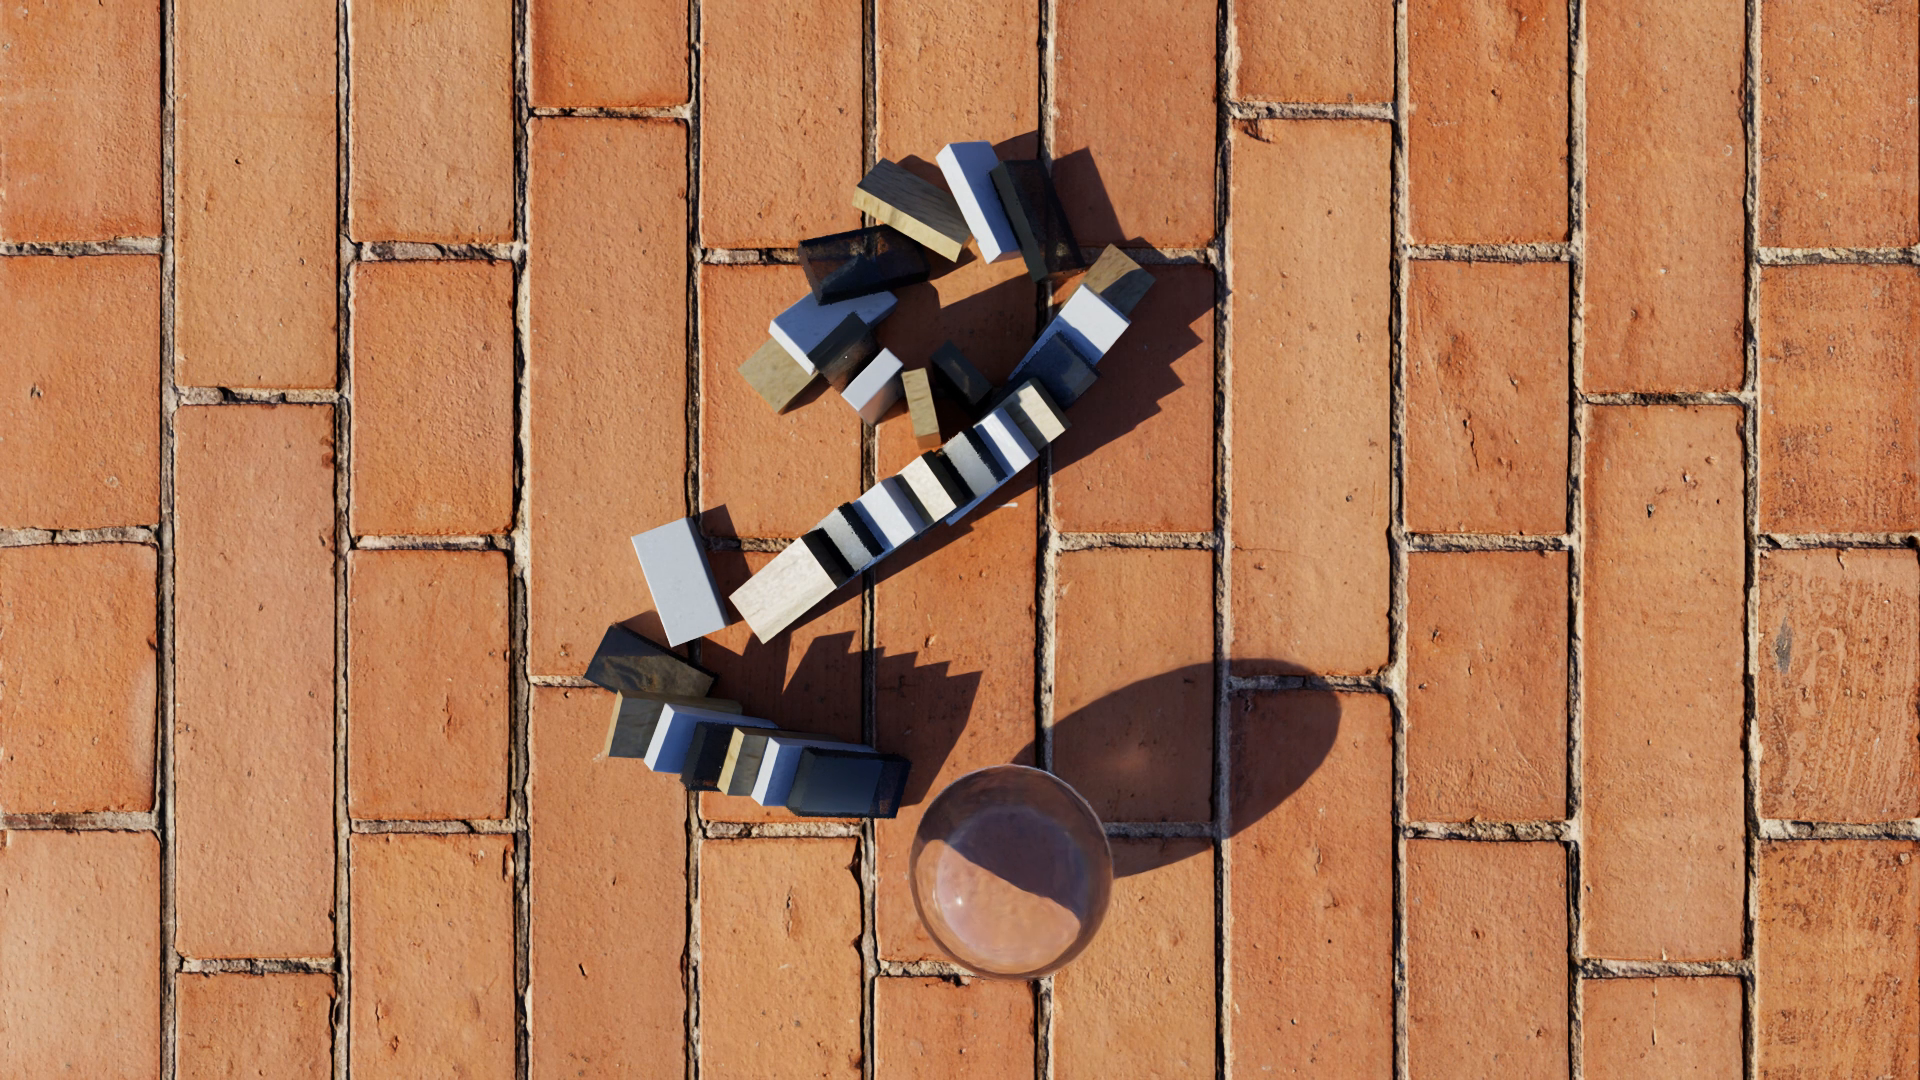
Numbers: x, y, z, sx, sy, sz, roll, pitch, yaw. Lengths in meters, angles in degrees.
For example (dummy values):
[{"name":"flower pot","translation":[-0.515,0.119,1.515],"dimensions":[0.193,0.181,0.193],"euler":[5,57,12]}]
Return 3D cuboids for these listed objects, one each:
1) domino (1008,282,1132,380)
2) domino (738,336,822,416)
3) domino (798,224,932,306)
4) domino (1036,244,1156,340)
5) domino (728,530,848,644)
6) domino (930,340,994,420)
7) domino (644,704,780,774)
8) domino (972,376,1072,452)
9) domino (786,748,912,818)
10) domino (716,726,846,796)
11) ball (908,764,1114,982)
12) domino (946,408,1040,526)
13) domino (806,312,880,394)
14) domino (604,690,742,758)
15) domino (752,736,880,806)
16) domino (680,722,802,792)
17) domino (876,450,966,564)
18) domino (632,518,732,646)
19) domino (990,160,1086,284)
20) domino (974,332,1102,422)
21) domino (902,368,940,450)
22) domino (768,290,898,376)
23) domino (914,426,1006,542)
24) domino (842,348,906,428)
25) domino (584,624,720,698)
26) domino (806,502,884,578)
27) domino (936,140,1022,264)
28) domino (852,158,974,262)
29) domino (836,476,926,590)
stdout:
[{"name":"domino","translation":[0.045,-0.079,0.385],"dimensions":[0.025,0.010,0.050],"euler":[40,116,-1]},{"name":"domino","translation":[-0.068,-0.080,0.395],"dimensions":[0.050,0.009,0.025],"euler":[-43,90,0]},{"name":"domino","translation":[-0.040,-0.117,0.384],"dimensions":[0.050,0.010,0.025],"euler":[-20,81,-23]},{"name":"domino","translation":[0.058,-0.099,0.395],"dimensions":[0.025,0.010,0.050],"euler":[38,90,0]},{"name":"domino","translation":[-0.072,0.020,0.383],"dimensions":[0.050,0.010,0.025],"euler":[-36,90,30]},{"name":"domino","translation":[0.001,-0.064,0.375],"dimensions":[0.010,0.050,0.025],"euler":[-43,90,0]},{"name":"domino","translation":[-0.102,0.085,0.380],"dimensions":[0.050,0.010,0.025],"euler":[21,90,-41]},{"name":"domino","translation":[0.019,-0.043,0.383],"dimensions":[0.050,0.009,0.025],"euler":[-37,90,31]},{"name":"domino","translation":[-0.045,0.101,0.380],"dimensions":[0.050,0.010,0.025],"euler":[16,90,-41]},{"name":"domino","translation":[-0.073,0.093,0.380],"dimensions":[0.050,0.009,0.025],"euler":[16,90,-41]},{"name":"ball","translation":[0.020,0.129,0.360],"dimensions":[0.080,0.080,0.080],"euler":[0,90,0]},{"name":"domino","translation":[0.006,-0.030,0.382],"dimensions":[0.050,0.010,0.025],"euler":[-38,89,34]},{"name":"domino","translation":[-0.047,-0.075,0.375],"dimensions":[0.025,0.050,0.010],"euler":[-44,90,0]},{"name":"domino","translation":[-0.119,0.078,0.382],"dimensions":[0.050,0.009,0.025],"euler":[12,95,-32]},{"name":"domino","translation":[-0.059,0.097,0.380],"dimensions":[0.050,0.010,0.025],"euler":[16,90,-41]},{"name":"domino","translation":[-0.088,0.091,0.380],"dimensions":[0.050,0.010,0.025],"euler":[16,90,-41]},{"name":"domino","translation":[-0.024,-0.013,0.382],"dimensions":[0.050,0.009,0.025],"euler":[-34,91,34]},{"name":"domino","translation":[-0.120,0.018,0.395],"dimensions":[0.025,0.009,0.050],"euler":[-20,90,0]},{"name":"domino","translation":[0.033,-0.135,0.388],"dimensions":[0.025,0.010,0.050],"euler":[-22,90,-40]},{"name":"domino","translation":[0.032,-0.060,0.385],"dimensions":[0.025,0.010,0.050],"euler":[45,116,0]},{"name":"domino","translation":[-0.016,-0.052,0.375],"dimensions":[0.009,0.050,0.025],"euler":[-13,90,-1]},{"name":"domino","translation":[-0.052,-0.094,0.383],"dimensions":[0.025,0.009,0.050],"euler":[46,66,0]},{"name":"domino","translation":[-0.007,-0.023,0.381],"dimensions":[0.050,0.009,0.025],"euler":[-35,91,34]},{"name":"domino","translation":[-0.034,-0.061,0.375],"dimensions":[0.010,0.050,0.025],"euler":[44,90,0]},{"name":"domino","translation":[-0.133,0.059,0.395],"dimensions":[0.050,0.010,0.025],"euler":[27,90,0]},{"name":"domino","translation":[-0.057,0.009,0.383],"dimensions":[0.050,0.010,0.025],"euler":[-36,90,30]},{"name":"domino","translation":[0.012,-0.143,0.388],"dimensions":[0.025,0.010,0.050],"euler":[-26,90,-40]},{"name":"domino","translation":[-0.017,-0.140,0.389],"dimensions":[0.050,0.010,0.025],"euler":[29,55,0]},{"name":"domino","translation":[-0.040,-0.002,0.383],"dimensions":[0.050,0.009,0.025],"euler":[-35,91,32]}]
